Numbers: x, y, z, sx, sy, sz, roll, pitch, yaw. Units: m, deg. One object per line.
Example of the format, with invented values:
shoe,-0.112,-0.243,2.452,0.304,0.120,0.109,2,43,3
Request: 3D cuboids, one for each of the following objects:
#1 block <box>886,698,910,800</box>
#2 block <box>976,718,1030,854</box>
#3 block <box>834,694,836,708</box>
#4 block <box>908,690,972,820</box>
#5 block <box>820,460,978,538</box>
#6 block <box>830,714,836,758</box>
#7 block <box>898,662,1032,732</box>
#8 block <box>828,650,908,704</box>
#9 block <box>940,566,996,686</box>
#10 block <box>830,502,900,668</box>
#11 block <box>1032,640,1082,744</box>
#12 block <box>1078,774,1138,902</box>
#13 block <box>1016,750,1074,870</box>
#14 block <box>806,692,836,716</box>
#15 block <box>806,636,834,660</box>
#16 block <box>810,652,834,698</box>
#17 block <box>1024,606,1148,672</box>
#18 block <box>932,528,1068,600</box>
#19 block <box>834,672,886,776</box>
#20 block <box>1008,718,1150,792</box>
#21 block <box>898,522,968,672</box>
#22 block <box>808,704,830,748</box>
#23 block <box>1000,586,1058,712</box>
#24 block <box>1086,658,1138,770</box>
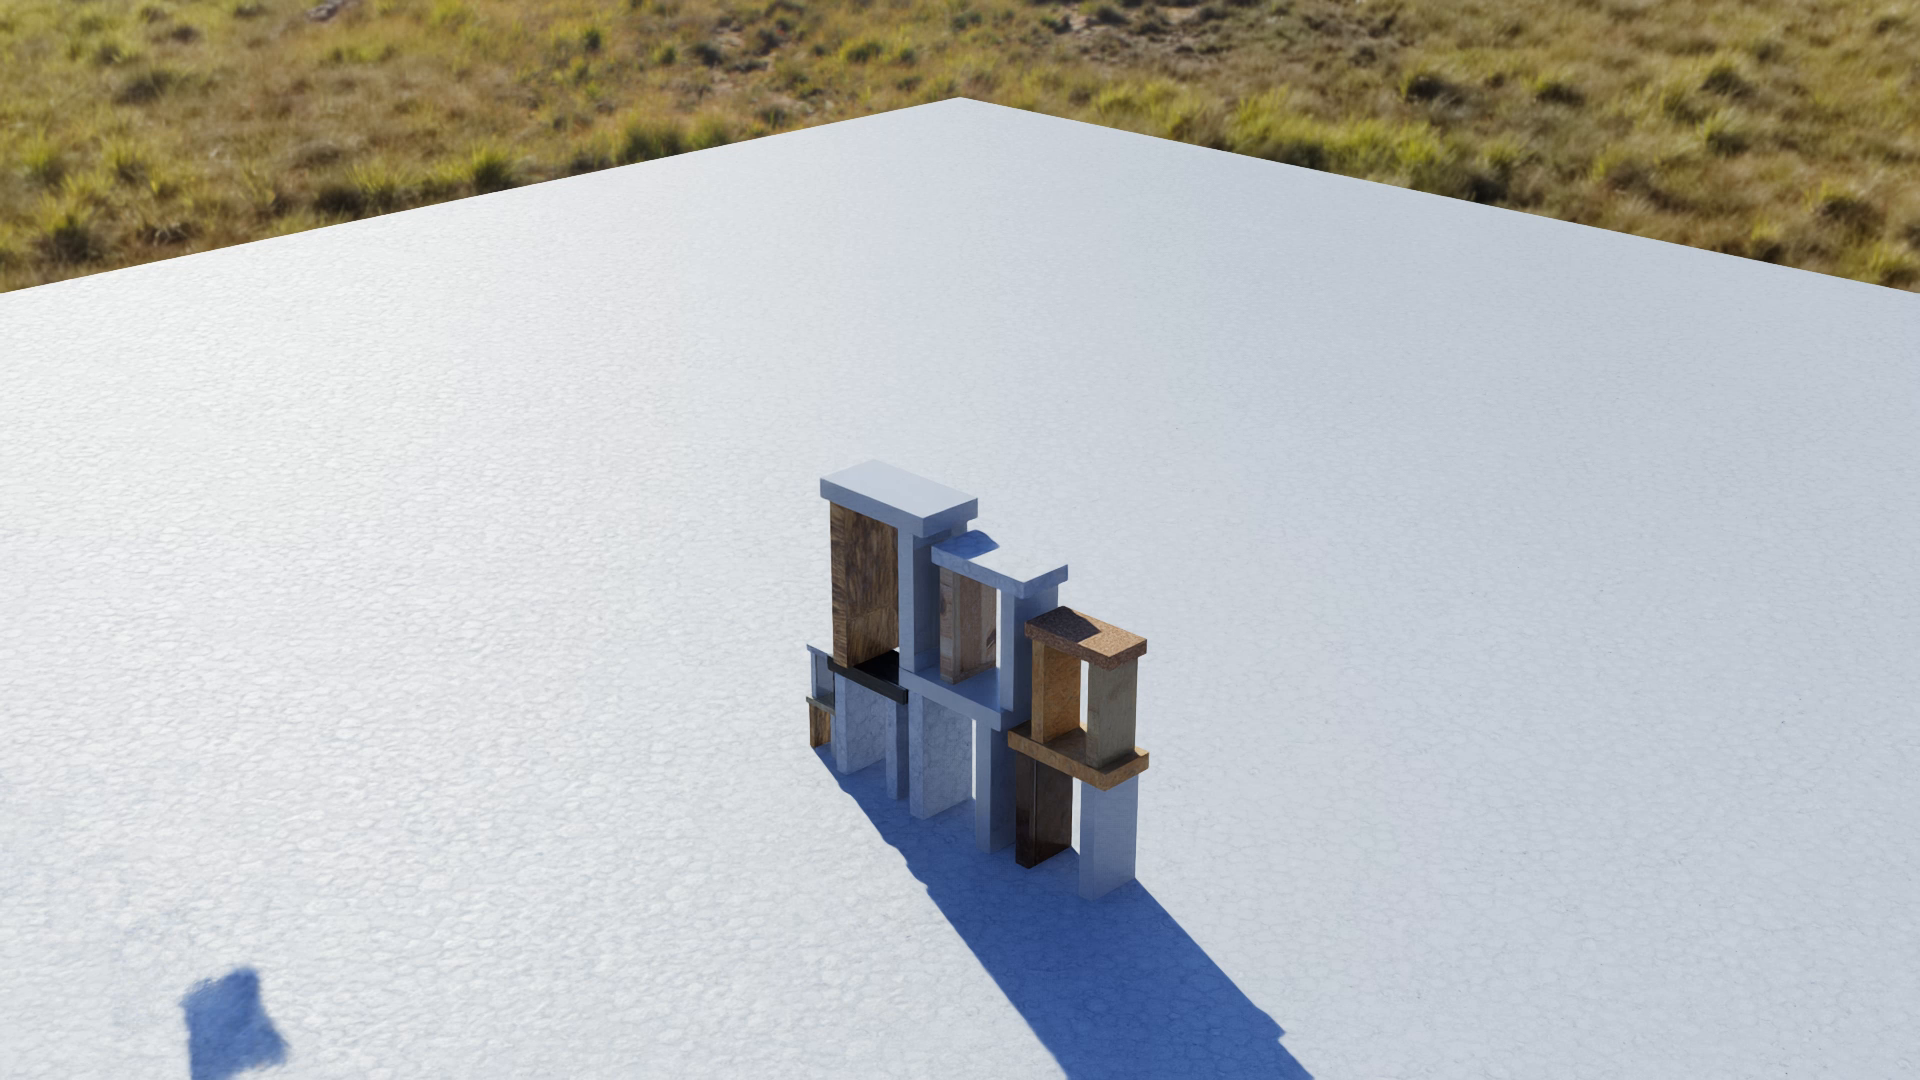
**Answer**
block,-0.099,0.409,4.504,0.032,0.229,0.114,21,31,41
block,0.094,0.463,4.311,0.040,0.281,0.140,21,31,41
block,-0.241,0.299,4.621,0.015,0.106,0.053,21,31,41
block,-0.038,0.411,4.433,0.040,0.281,0.140,21,31,41
block,-0.122,-0.084,4.325,0.148,0.042,0.296,-21,31,-40
block,-0.250,0.408,4.667,0.015,0.103,0.051,21,31,41
block,0.028,0.289,4.309,0.281,0.040,0.140,21,31,41
block,-0.153,0.268,4.503,0.114,0.032,0.229,-21,31,-40
block,0.017,0.149,4.277,0.034,0.243,0.122,21,31,41
block,-0.191,0.072,4.468,0.148,0.356,0.042,-21,31,-40
block,0.182,0.270,4.136,0.029,0.208,0.104,21,31,41
block,0.281,0.547,4.154,0.035,0.247,0.124,21,31,41
block,0.164,0.502,4.261,0.035,0.248,0.124,21,31,41
block,-0.274,0.345,4.666,0.103,0.015,0.051,21,31,41
block,-0.267,0.233,4.621,0.106,0.015,0.053,21,31,41
block,-0.291,0.279,4.667,0.015,0.106,0.053,21,31,41
block,0.231,0.179,4.044,0.208,0.029,0.104,21,31,41
block,0.074,0.044,4.171,0.243,0.034,0.122,21,31,41
block,-0.207,0.367,4.603,0.032,0.229,0.114,21,31,41
block,0.222,0.395,4.152,0.248,0.035,0.124,21,31,41
block,-0.053,0.099,4.327,0.042,0.296,0.148,21,31,41
block,-0.298,0.390,4.711,0.015,0.103,0.051,21,31,41
block,0.131,0.194,4.172,0.034,0.243,0.121,21,31,41
block,0.280,0.308,4.046,0.029,0.208,0.104,21,31,41
